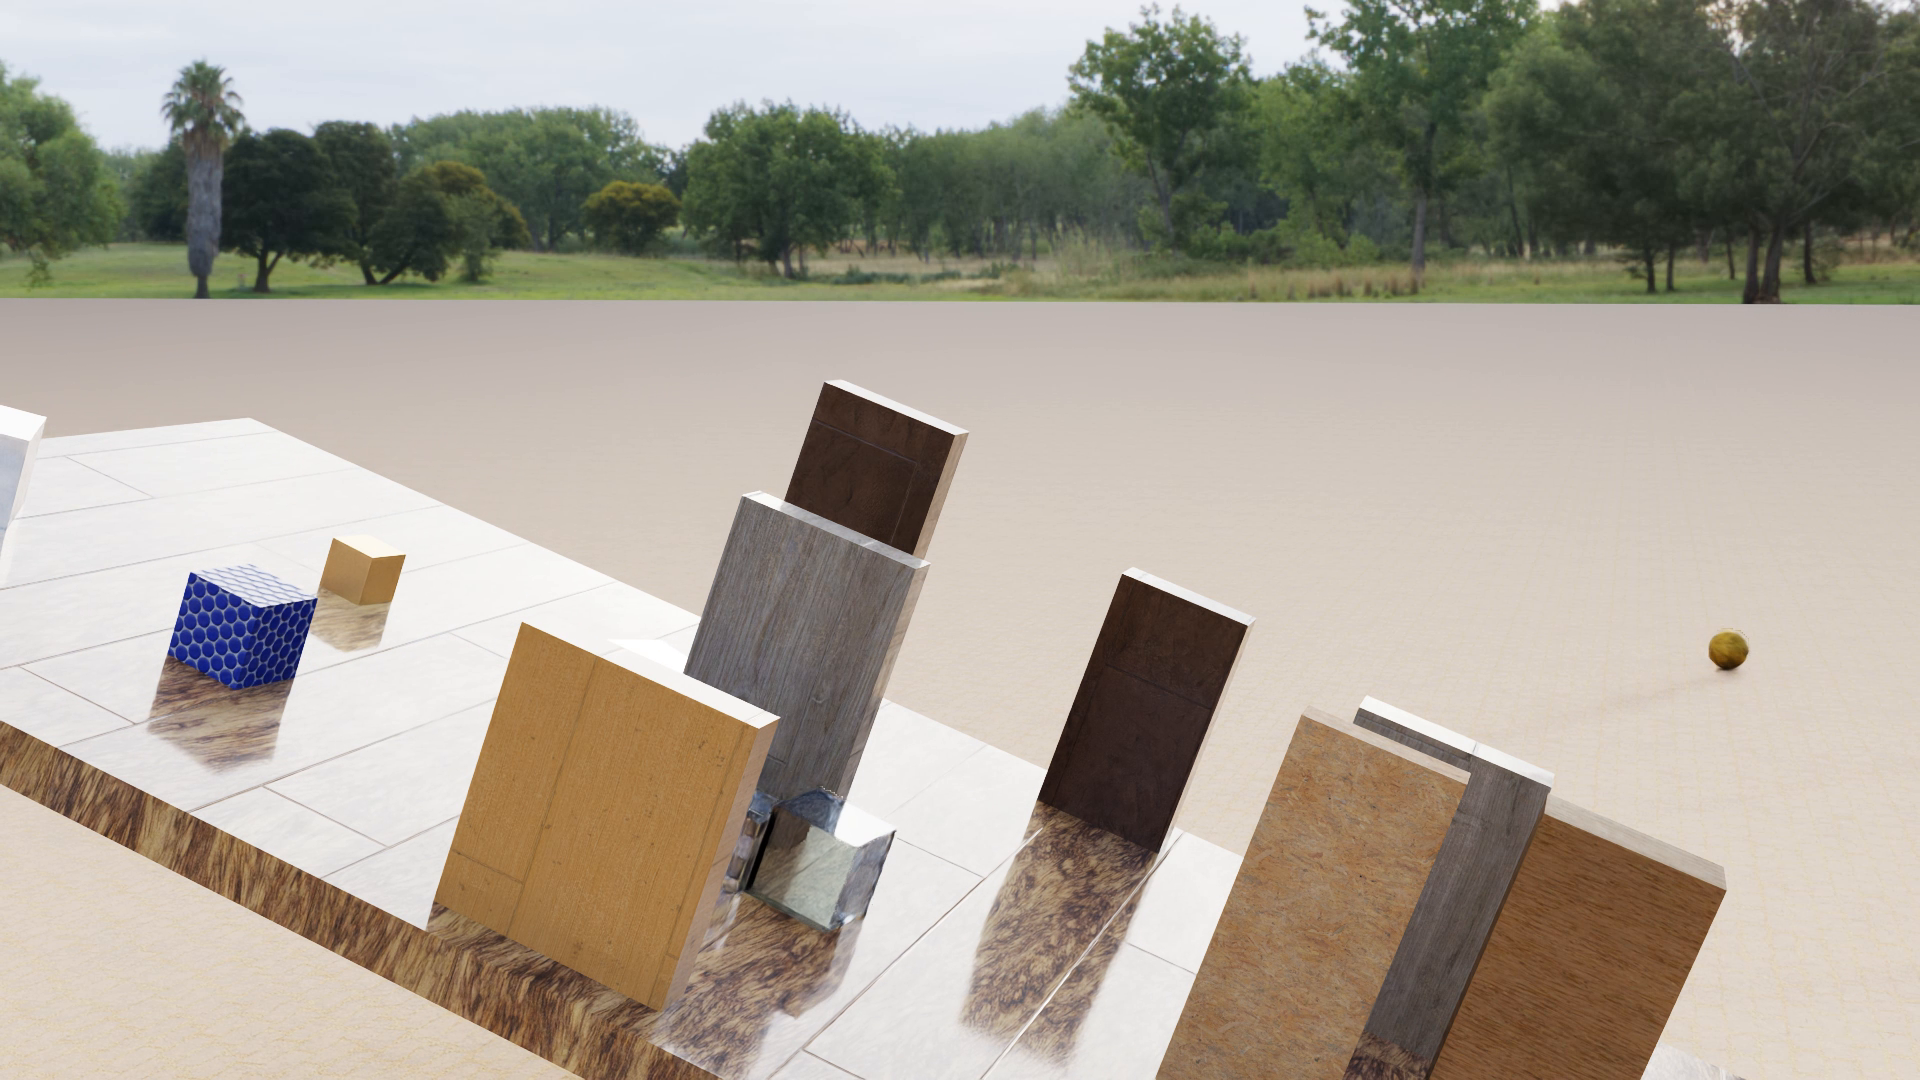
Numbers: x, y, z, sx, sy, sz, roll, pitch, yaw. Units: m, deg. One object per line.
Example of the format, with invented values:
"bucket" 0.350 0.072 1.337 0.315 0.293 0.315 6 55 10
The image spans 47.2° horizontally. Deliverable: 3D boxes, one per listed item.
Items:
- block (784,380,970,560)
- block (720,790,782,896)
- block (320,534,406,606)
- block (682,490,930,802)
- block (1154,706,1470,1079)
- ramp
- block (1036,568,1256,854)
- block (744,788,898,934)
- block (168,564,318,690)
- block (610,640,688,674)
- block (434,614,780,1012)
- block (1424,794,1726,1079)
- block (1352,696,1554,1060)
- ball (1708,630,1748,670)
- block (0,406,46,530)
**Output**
"block" -0.254 0.062 4.681 0.305 0.741 0.101 23 13 13
"block" -0.406 0.519 3.876 0.142 0.142 0.142 23 13 15
"block" -1.252 0.062 4.612 0.109 0.109 0.109 25 13 21
"block" -0.327 0.236 4.238 0.371 0.559 0.089 23 13 13
"block" 0.564 0.641 3.570 0.277 0.689 0.082 23 13 13
"ramp" -0.330 0.601 4.209 4.000 0.100 2.000 23 13 13
"block" 0.407 0.372 4.822 0.294 0.547 0.107 23 13 13
"block" -0.244 0.563 3.873 0.169 0.169 0.169 24 13 19
"block" -1.304 0.156 4.002 0.162 0.162 0.162 24 13 19
"block" -0.629 0.309 4.383 0.165 0.165 0.165 29 15 36
"block" -0.542 0.412 3.345 0.407 0.475 0.083 23 13 13
"block" 0.897 0.784 3.389 0.279 0.722 0.135 23 13 13
"block" 0.846 0.648 4.230 0.380 0.582 0.119 23 13 13
"ball" 3.612 0.518 10.343 0.180 0.180 0.180 0 7 0
"block" -1.931 -0.157 4.320 0.187 0.187 0.187 16 13 -17
